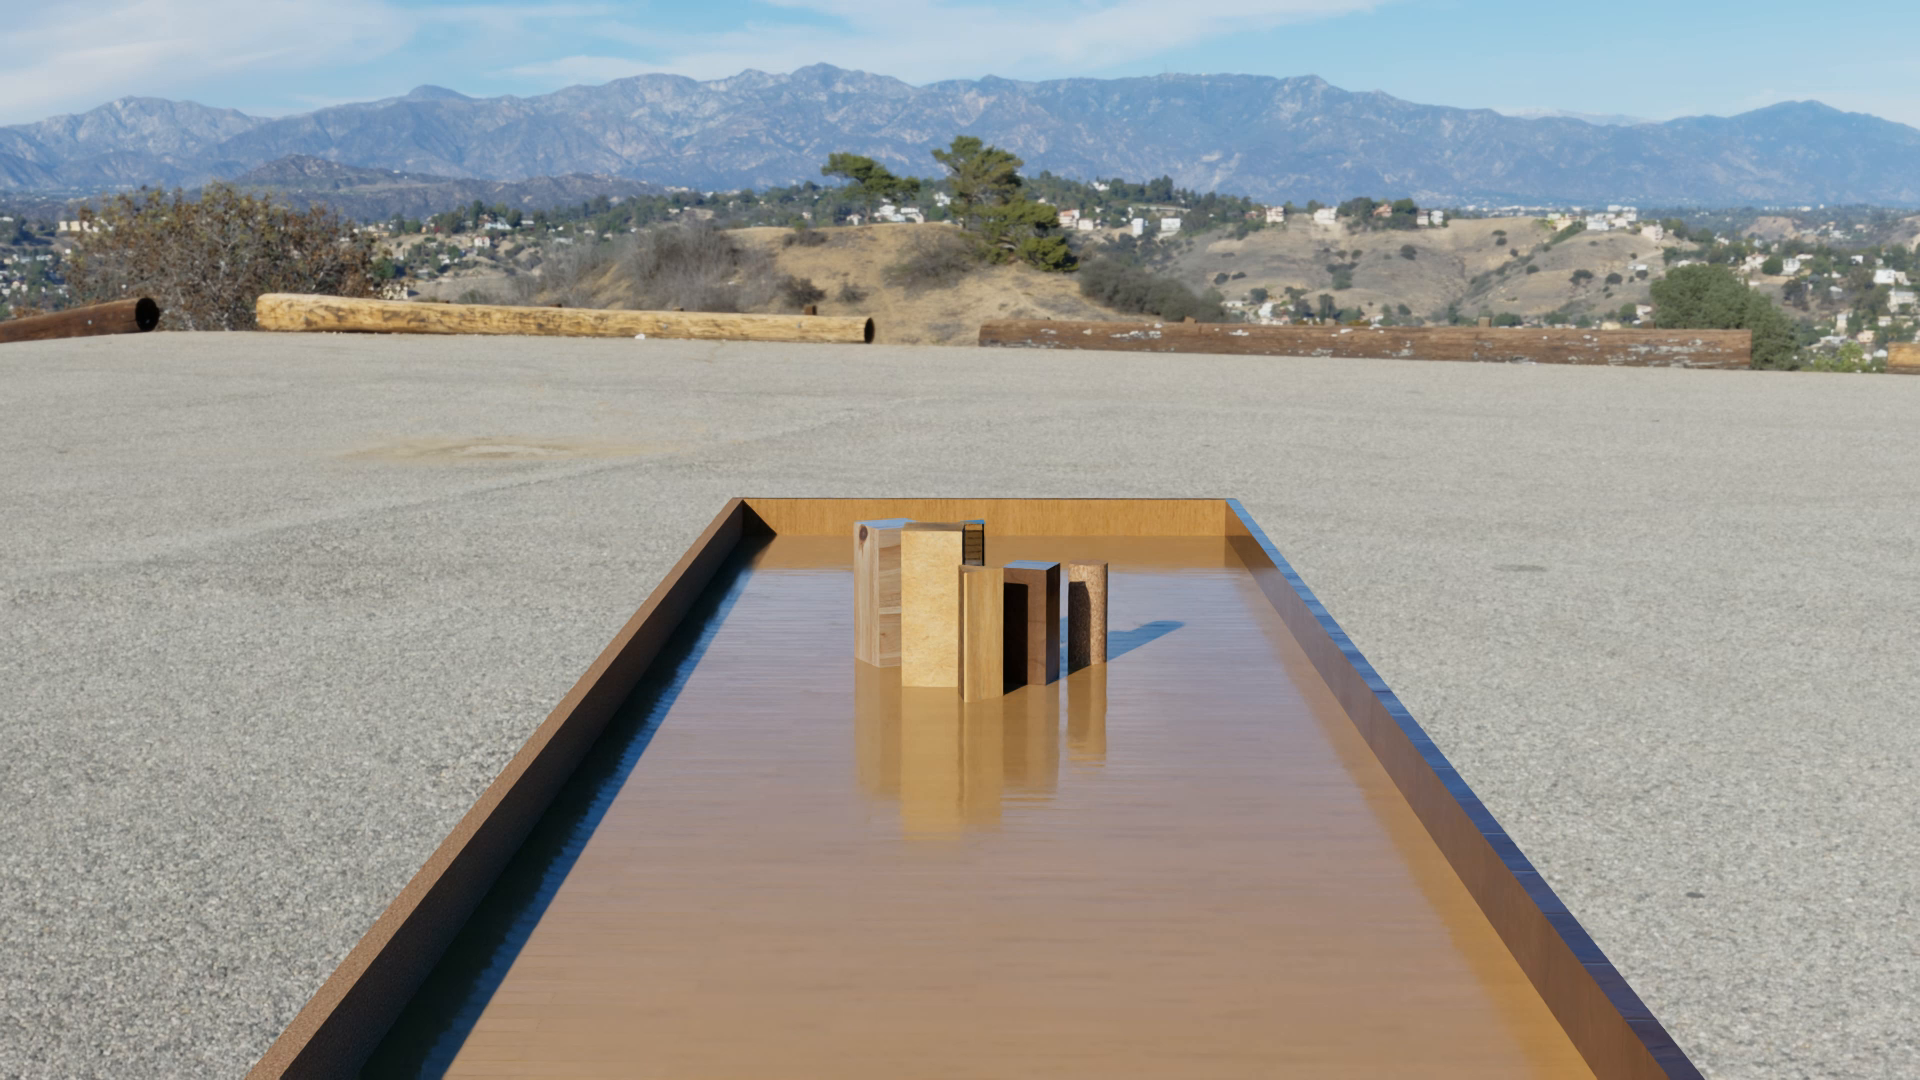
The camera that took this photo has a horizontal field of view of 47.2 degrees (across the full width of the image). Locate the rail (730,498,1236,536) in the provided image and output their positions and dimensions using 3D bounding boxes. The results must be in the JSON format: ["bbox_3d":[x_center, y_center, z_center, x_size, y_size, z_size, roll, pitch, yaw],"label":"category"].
[{"bbox_3d":[0.099,-0.098,9.147,2.100,0.150,0.050,0,9,1],"label":"rail"}]

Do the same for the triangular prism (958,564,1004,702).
[{"bbox_3d":[0.033,0.258,6.207,0.135,0.367,0.117,-7,11,-37],"label":"triangular prism"}]

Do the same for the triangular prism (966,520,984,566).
[{"bbox_3d":[0.053,0.154,6.668,0.089,0.428,0.077,5,10,27],"label":"triangular prism"}]

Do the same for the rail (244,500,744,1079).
[{"bbox_3d":[-1.004,0.839,3.234,0.050,0.150,12.000,0,9,1],"label":"rail"}]

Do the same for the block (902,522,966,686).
[{"bbox_3d":[-0.076,0.185,6.393,0.174,0.453,0.174,0,9,3],"label":"block"}]

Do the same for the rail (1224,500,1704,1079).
[{"bbox_3d":[1.046,0.843,3.208,0.050,0.150,12.000,0,9,1],"label":"rail"}]

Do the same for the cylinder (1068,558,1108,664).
[{"bbox_3d":[0.388,0.217,6.671,0.120,0.303,0.120,0,9,0],"label":"cylinder"}]

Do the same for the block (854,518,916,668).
[{"bbox_3d":[-0.205,0.157,6.677,0.176,0.419,0.176,-5,10,-27],"label":"block"}]

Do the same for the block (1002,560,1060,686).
[{"bbox_3d":[0.207,0.240,6.410,0.135,0.340,0.135,3,10,20],"label":"block"}]
